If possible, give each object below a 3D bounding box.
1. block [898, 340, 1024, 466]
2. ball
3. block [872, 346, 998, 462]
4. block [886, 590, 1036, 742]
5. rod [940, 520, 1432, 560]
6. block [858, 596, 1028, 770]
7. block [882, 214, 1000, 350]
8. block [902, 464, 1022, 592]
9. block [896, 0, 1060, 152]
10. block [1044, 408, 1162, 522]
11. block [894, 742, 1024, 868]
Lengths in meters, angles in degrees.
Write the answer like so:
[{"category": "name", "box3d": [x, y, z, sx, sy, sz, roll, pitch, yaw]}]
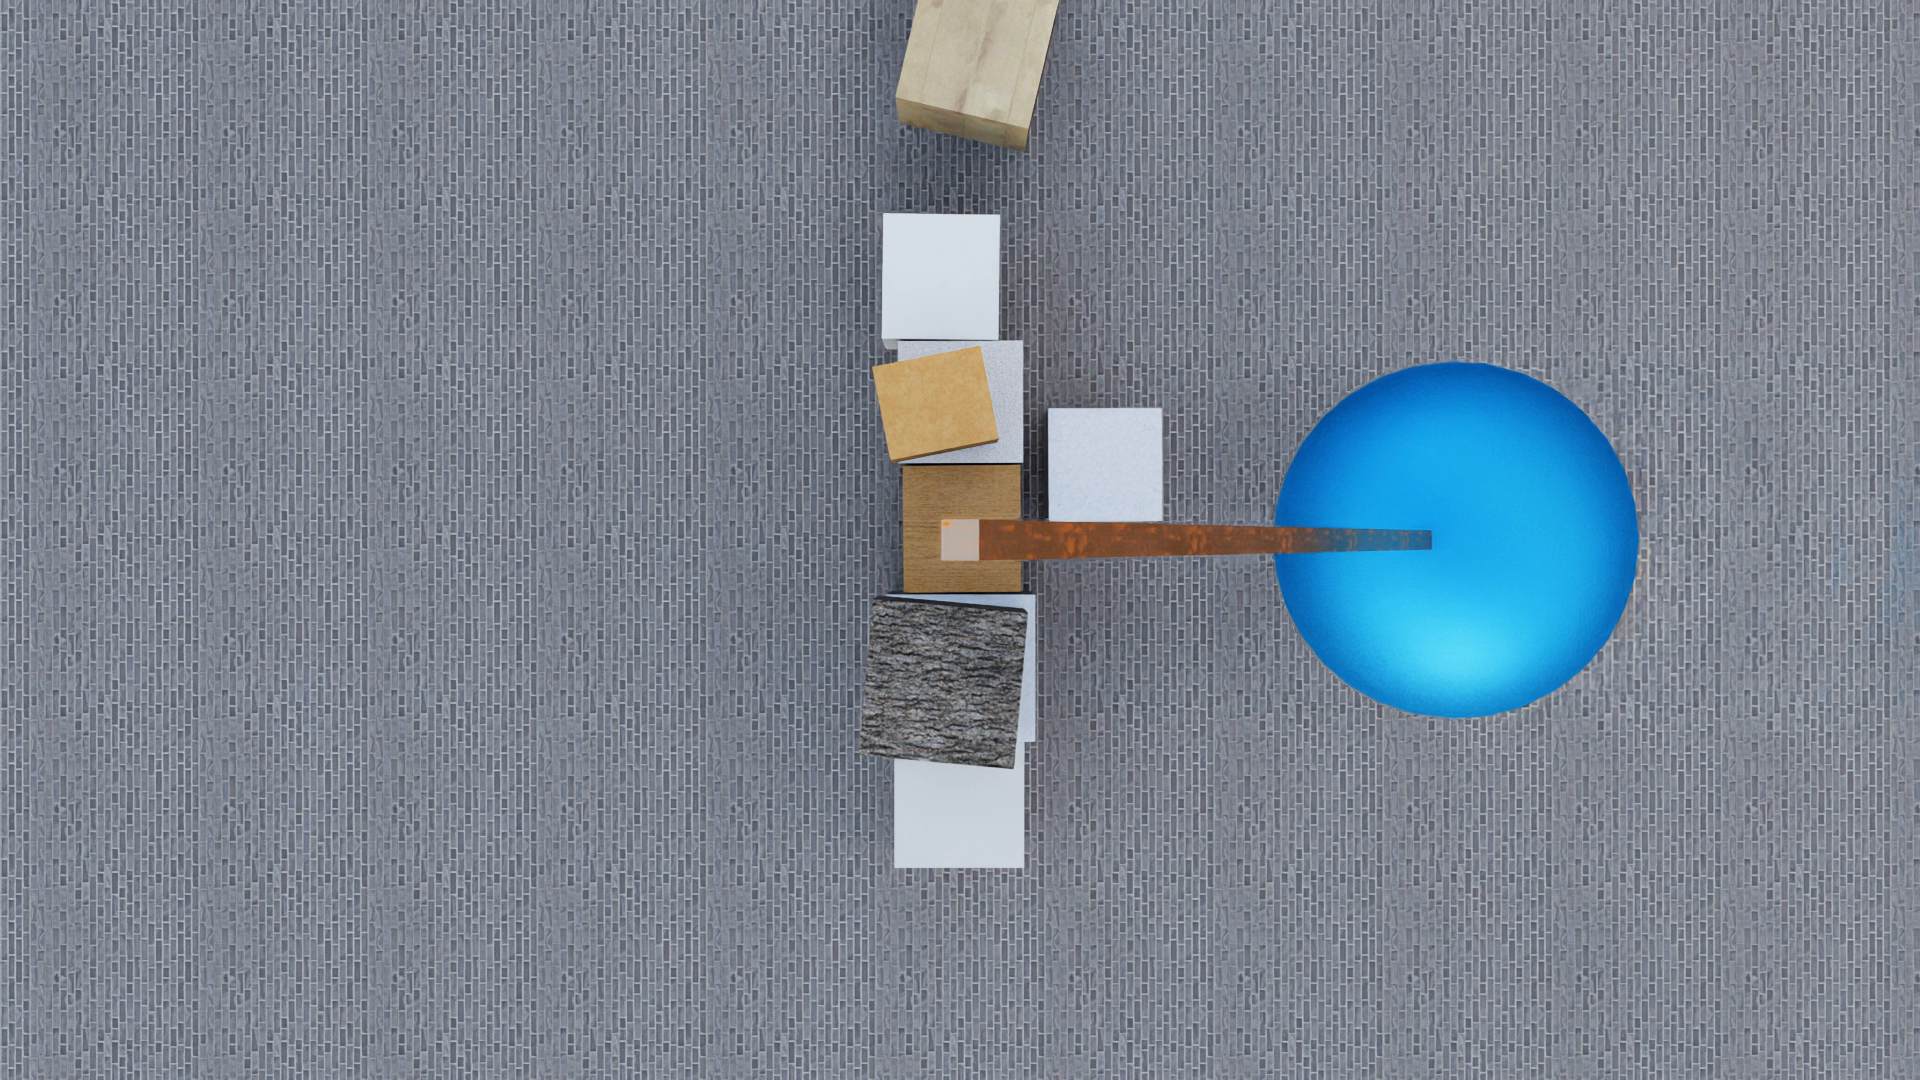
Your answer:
[{"category": "block", "box3d": [0.003, -0.772, 12.649, 0.698, 0.703, 0.682, 0, 90, 0]}, {"category": "ball", "box3d": [2.209, 0.000, 9.858, 1.600, 1.600, 1.600, 0, 90, 0]}, {"category": "block", "box3d": [-0.132, -0.738, 12.061, 0.594, 0.473, 0.511, -11, 90, 0]}, {"category": "block", "box3d": [0.004, 0.707, 12.561, 0.822, 0.878, 0.811, 0, 90, 0]}, {"category": "rod", "box3d": [0.957, 0.000, 6.697, 0.080, 5.200, 0.080, 0, 90, 22]}, {"category": "block", "box3d": [-0.085, 0.742, 11.716, 0.803, 0.813, 0.806, 5, 90, 0]}, {"category": "block", "box3d": [-0.107, -1.474, 12.655, 0.652, 0.690, 0.700, 1, 90, 0]}, {"category": "block", "box3d": [0.011, -0.063, 12.652, 0.658, 0.697, 0.709, -1, 90, 0]}, {"category": "block", "box3d": [0.103, -2.772, 12.625, 0.762, 0.750, 0.805, 13, 90, 0]}, {"category": "block", "box3d": [0.817, -0.423, 12.684, 0.638, 0.631, 0.636, 0, 90, 0]}, {"category": "block", "box3d": [-0.004, 1.471, 12.615, 0.722, 0.769, 0.705, 0, 90, 0]}]
